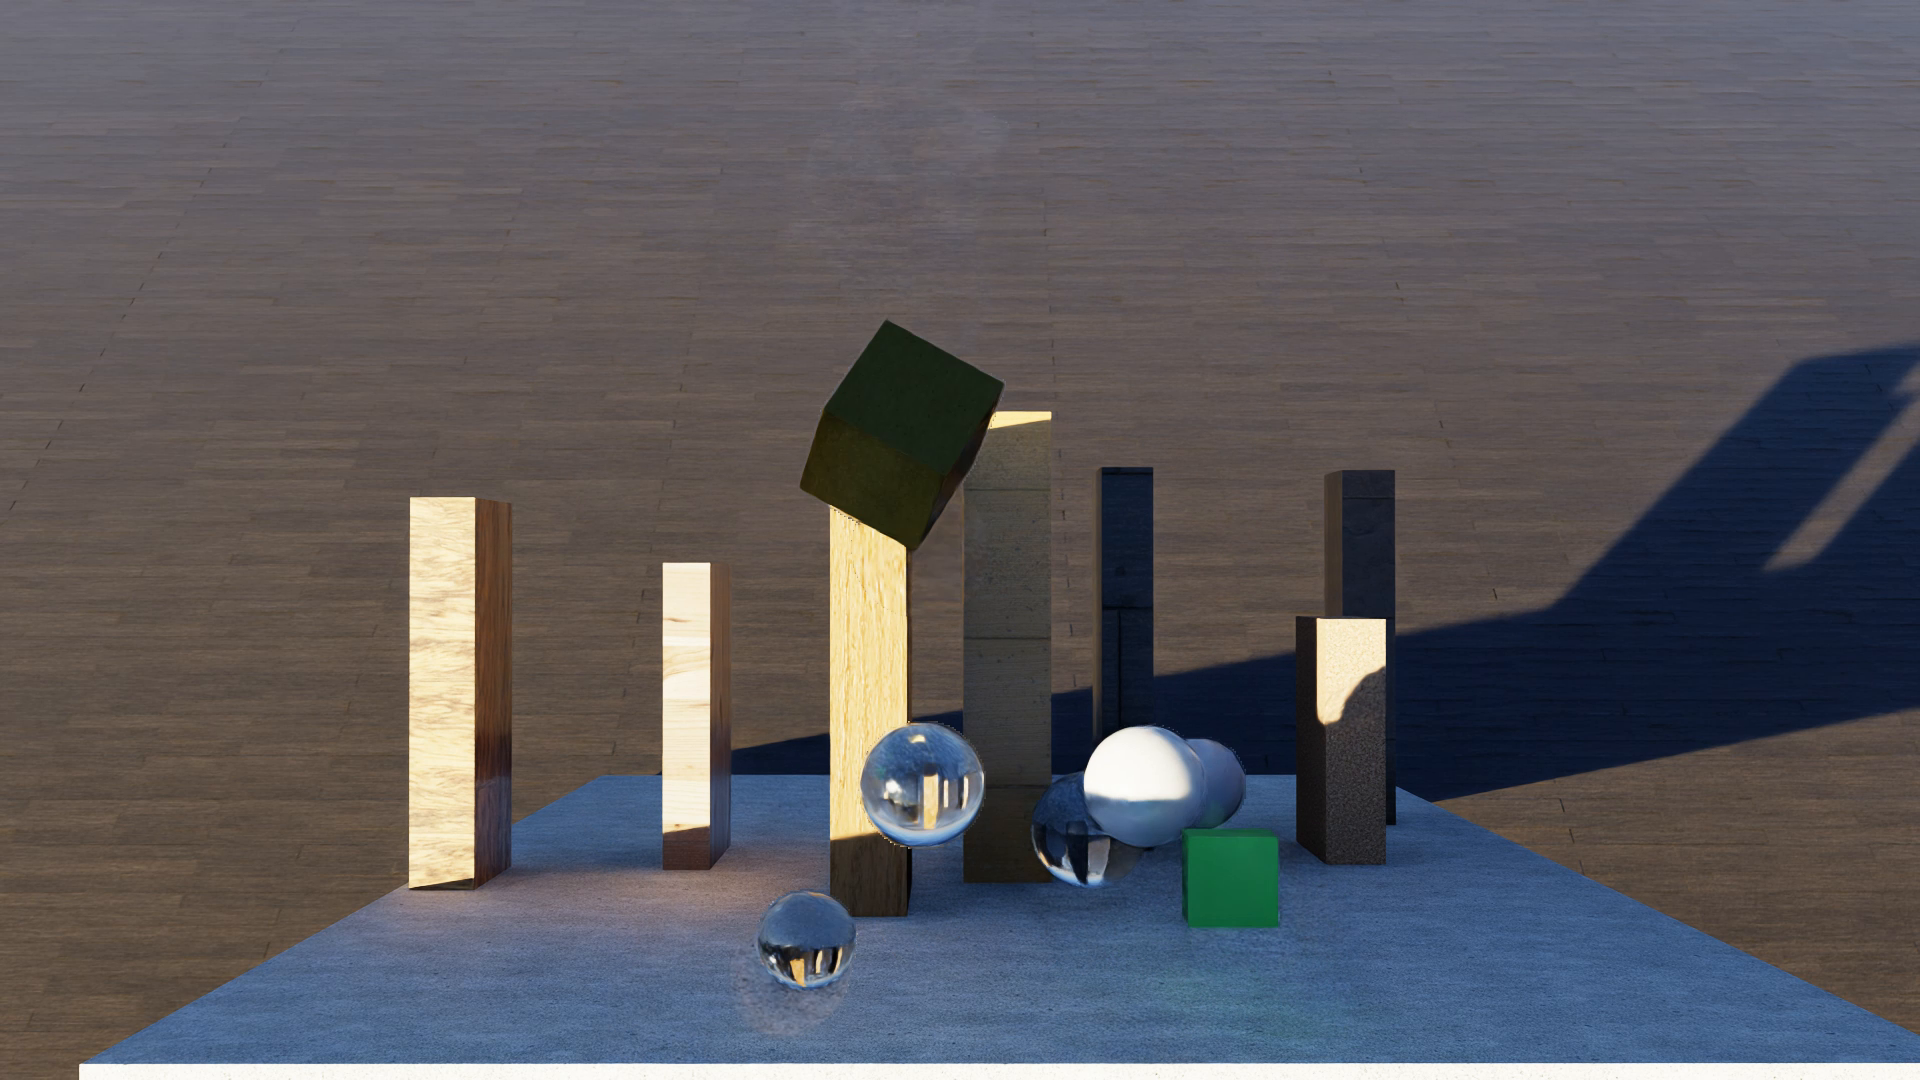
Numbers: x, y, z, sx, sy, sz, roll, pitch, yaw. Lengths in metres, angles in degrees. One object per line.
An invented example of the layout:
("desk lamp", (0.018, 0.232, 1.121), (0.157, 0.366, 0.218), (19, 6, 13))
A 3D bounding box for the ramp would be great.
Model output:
("ramp", (0.072, 0.631, 4.730), (2.000, 0.100, 4.000), (0, -1, 0))

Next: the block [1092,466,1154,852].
("block", (0.314, 0.225, 5.029), (0.096, 0.720, 0.339), (0, -1, 0))

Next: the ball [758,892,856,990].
("ball", (-0.190, 0.498, 3.221), (0.122, 0.122, 0.122), (0, 32, 0))

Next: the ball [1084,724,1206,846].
("ball", (0.288, 0.384, 4.048), (0.190, 0.190, 0.190), (0, 32, 0))

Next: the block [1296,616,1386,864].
("block", (0.707, 0.364, 4.834), (0.107, 0.438, 0.410), (0, -1, 0))

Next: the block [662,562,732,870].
("block", (-0.480, 0.313, 4.761), (0.082, 0.538, 0.424), (0, -1, 0))

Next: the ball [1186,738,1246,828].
("ball", (0.442, 0.452, 4.798), (0.170, 0.170, 0.170), (0, 32, 0))

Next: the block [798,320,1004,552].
("block", (-0.072, -0.127, 3.182), (0.167, 0.167, 0.167), (29, 54, 5))

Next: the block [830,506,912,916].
("block", (-0.139, 0.211, 4.146), (0.116, 0.724, 0.449), (0, -1, 0))

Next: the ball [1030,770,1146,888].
("ball", (0.214, 0.477, 4.274), (0.194, 0.194, 0.194), (0, 32, 0))

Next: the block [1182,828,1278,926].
("block", (0.402, 0.503, 3.871), (0.131, 0.131, 0.131), (0, -1, 1))

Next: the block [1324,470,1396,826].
("block", (0.847, 0.224, 5.500), (0.109, 0.735, 0.263), (0, -1, 0))

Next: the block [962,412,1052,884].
("block", (0.079, 0.183, 4.568), (0.147, 0.791, 0.426), (0, -1, 0))

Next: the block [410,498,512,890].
("block", (-0.850, 0.255, 4.434), (0.106, 0.644, 0.356), (0, -1, 0))

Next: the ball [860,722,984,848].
("ball", (-0.045, 0.293, 3.100), (0.149, 0.149, 0.149), (0, 32, 0))
